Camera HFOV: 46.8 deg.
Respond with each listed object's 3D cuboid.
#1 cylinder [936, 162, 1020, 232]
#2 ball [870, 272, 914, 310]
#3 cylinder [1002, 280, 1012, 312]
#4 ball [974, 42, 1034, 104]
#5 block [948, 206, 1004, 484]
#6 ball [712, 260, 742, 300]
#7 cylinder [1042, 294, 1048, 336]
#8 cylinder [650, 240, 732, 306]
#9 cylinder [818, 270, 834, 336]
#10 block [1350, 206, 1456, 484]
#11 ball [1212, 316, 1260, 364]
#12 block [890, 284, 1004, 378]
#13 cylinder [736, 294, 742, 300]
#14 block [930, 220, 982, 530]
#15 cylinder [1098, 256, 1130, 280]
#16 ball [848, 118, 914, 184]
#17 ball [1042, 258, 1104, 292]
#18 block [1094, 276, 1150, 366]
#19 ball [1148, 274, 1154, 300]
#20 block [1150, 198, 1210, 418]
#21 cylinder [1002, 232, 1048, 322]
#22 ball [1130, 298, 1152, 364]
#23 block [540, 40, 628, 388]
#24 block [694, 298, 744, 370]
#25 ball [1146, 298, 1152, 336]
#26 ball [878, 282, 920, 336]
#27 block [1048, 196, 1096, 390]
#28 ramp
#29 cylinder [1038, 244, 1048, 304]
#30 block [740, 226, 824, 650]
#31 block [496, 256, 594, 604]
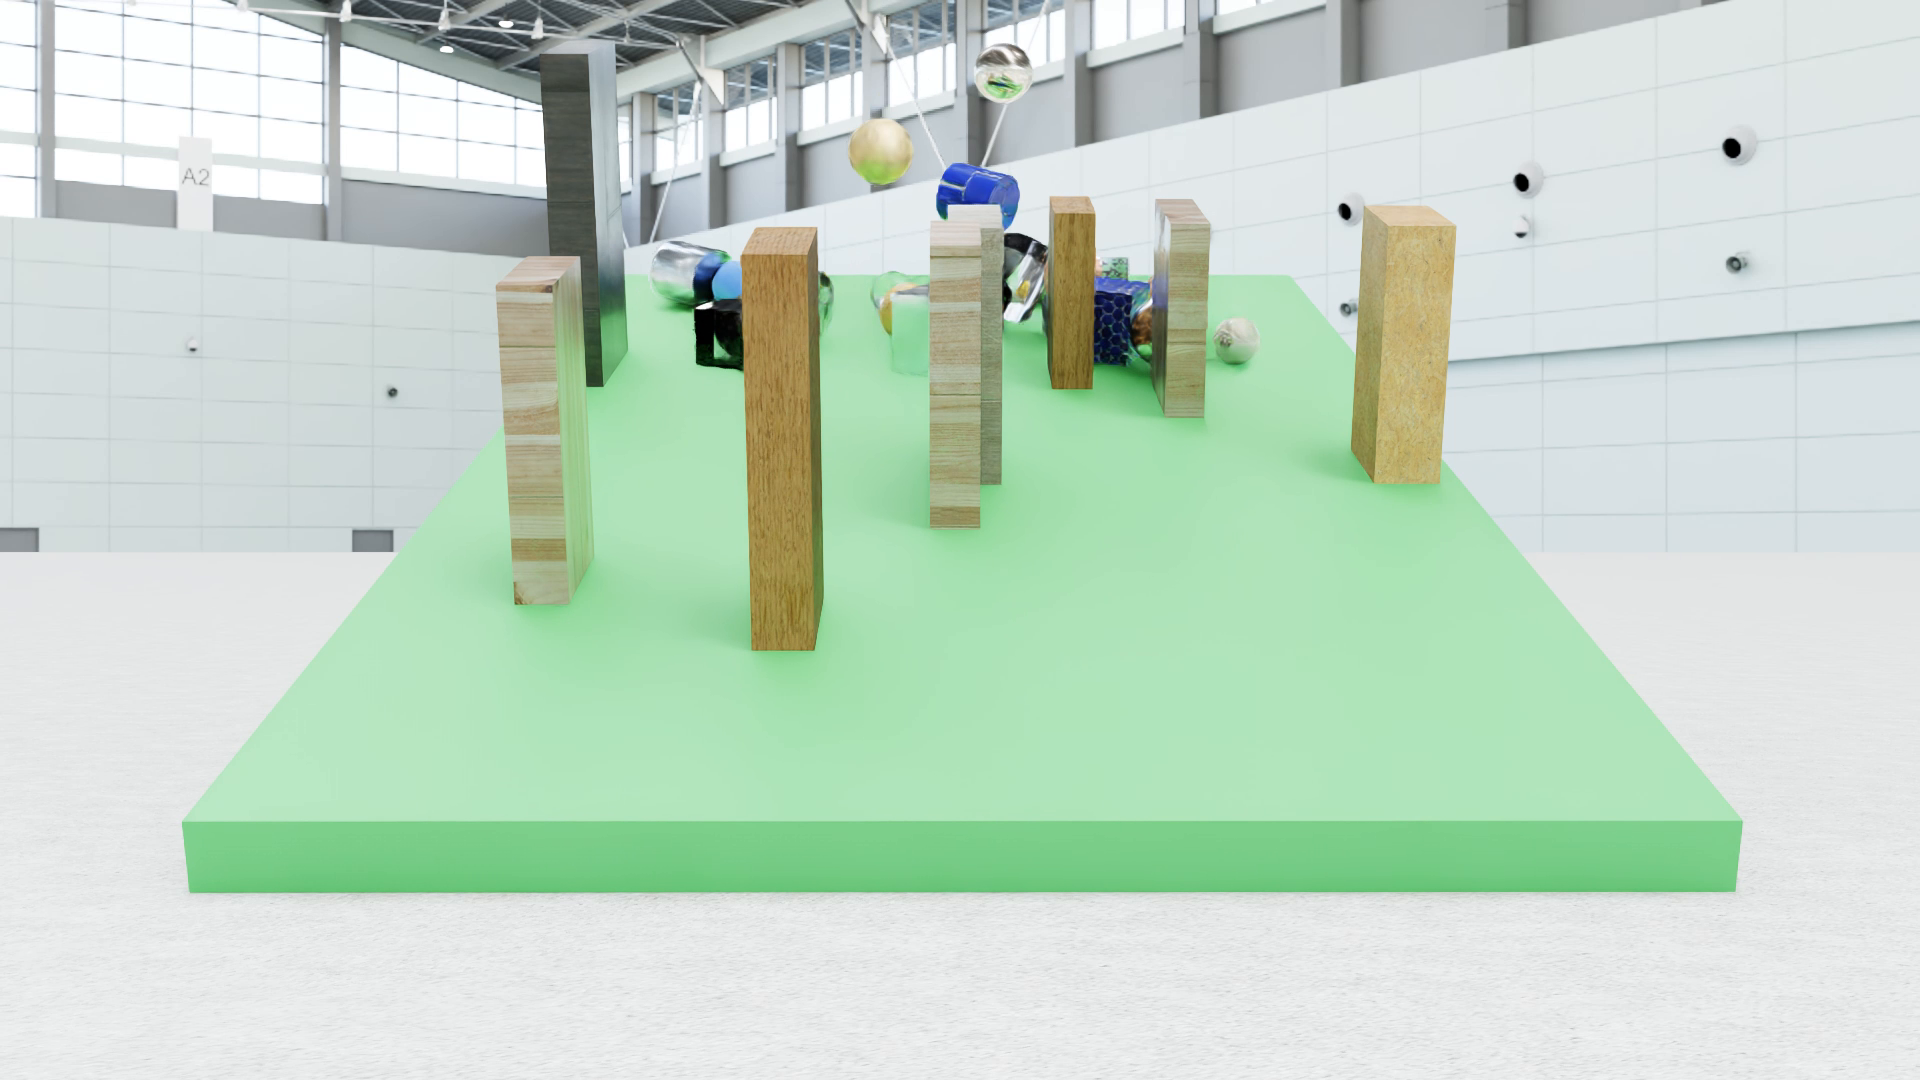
[{"bbox_3d":[0.049,-0.922,5.993,0.163,0.163,0.163,20,9,27],"label":"cylinder"},{"bbox_3d":[-0.181,-0.667,6.020,0.125,0.125,0.125,0,0,0],"label":"ball"},{"bbox_3d":[0.036,-0.589,5.621,0.147,0.147,0.147,24,-26,12],"label":"cylinder"},{"bbox_3d":[0.123,-1.322,6.282,0.169,0.169,0.169,0,0,0],"label":"ball"},{"bbox_3d":[0.029,-0.396,4.463,0.107,0.510,0.299,0,17,0],"label":"block"},{"bbox_3d":[-0.608,-0.695,6.081,0.143,0.143,0.143,0,0,0],"label":"ball"},{"bbox_3d":[0.276,-0.584,5.773,0.111,0.111,0.111,-1,0,-5],"label":"cylinder"},{"bbox_3d":[-0.739,-0.735,6.155,0.167,0.167,0.167,18,11,36],"label":"cylinder"},{"bbox_3d":[-0.445,-0.621,5.783,0.174,0.174,0.174,9,4,26],"label":"cylinder"},{"bbox_3d":[0.887,-0.397,4.461,0.131,0.513,0.270,0,17,0],"label":"block"},{"bbox_3d":[0.679,-0.490,5.451,0.117,0.117,0.117,0,0,0],"label":"ball"},{"bbox_3d":[-0.030,-0.506,5.369,0.194,0.194,0.194,11,20,33],"label":"block"},{"bbox_3d":[-0.491,-0.562,5.608,0.162,0.162,0.162,0,16,14],"label":"cylinder"},{"bbox_3d":[-0.009,-0.314,4.160,0.093,0.527,0.292,0,17,0],"label":"block"},{"bbox_3d":[0.419,-0.744,6.291,0.117,0.117,0.117,0,0,9],"label":"cylinder"},{"bbox_3d":[-0.216,-1.061,6.061,0.179,0.179,0.179,0,0,0],"label":"ball"},{"bbox_3d":[0.289,-0.673,5.676,0.154,0.154,0.154,0,0,0],"label":"ball"},{"bbox_3d":[0.357,-0.548,5.519,0.178,0.178,0.178,9,19,17],"label":"block"},{"bbox_3d":[0.574,-0.667,5.986,0.148,0.148,0.148,0,0,0],"label":"ball"},{"bbox_3d":[0.499,-0.533,5.052,0.087,0.432,0.380,0,17,0],"label":"block"},{"bbox_3d":[0.140,-0.679,5.741,0.165,0.165,0.165,22,-21,9],"label":"cylinder"},{"bbox_3d":[0.498,-0.503,5.352,0.176,0.176,0.176,0,0,0],"label":"ball"},{"bbox_3d":[-0.893,-0.787,5.304,0.110,0.768,0.412,0,17,0],"label":"block"},{"bbox_3d":[-0.552,-0.507,5.460,0.143,0.143,0.143,8,19,25],"label":"block"},{"bbox_3d":[0.532,-0.566,5.619,0.137,0.137,0.137,0,0,0],"label":"ball"},{"bbox_3d":[-0.133,-0.586,5.710,0.151,0.151,0.151,0,0,0],"label":"ball"},{"bbox_3d":[0.263,-0.592,5.277,0.095,0.412,0.283,0,17,0],"label":"block"},{"bbox_3d":[-0.003,-0.171,4.771,2.000,0.100,4.000,0,17,0],"label":"ramp"},{"bbox_3d":[0.272,-0.738,6.188,0.166,0.166,0.166,9,4,27],"label":"cylinder"},{"bbox_3d":[-0.276,-0.164,3.499,0.098,0.621,0.267,0,17,0],"label":"block"},{"bbox_3d":[-0.693,-0.188,3.730,0.090,0.534,0.274,0,17,0],"label":"block"}]
